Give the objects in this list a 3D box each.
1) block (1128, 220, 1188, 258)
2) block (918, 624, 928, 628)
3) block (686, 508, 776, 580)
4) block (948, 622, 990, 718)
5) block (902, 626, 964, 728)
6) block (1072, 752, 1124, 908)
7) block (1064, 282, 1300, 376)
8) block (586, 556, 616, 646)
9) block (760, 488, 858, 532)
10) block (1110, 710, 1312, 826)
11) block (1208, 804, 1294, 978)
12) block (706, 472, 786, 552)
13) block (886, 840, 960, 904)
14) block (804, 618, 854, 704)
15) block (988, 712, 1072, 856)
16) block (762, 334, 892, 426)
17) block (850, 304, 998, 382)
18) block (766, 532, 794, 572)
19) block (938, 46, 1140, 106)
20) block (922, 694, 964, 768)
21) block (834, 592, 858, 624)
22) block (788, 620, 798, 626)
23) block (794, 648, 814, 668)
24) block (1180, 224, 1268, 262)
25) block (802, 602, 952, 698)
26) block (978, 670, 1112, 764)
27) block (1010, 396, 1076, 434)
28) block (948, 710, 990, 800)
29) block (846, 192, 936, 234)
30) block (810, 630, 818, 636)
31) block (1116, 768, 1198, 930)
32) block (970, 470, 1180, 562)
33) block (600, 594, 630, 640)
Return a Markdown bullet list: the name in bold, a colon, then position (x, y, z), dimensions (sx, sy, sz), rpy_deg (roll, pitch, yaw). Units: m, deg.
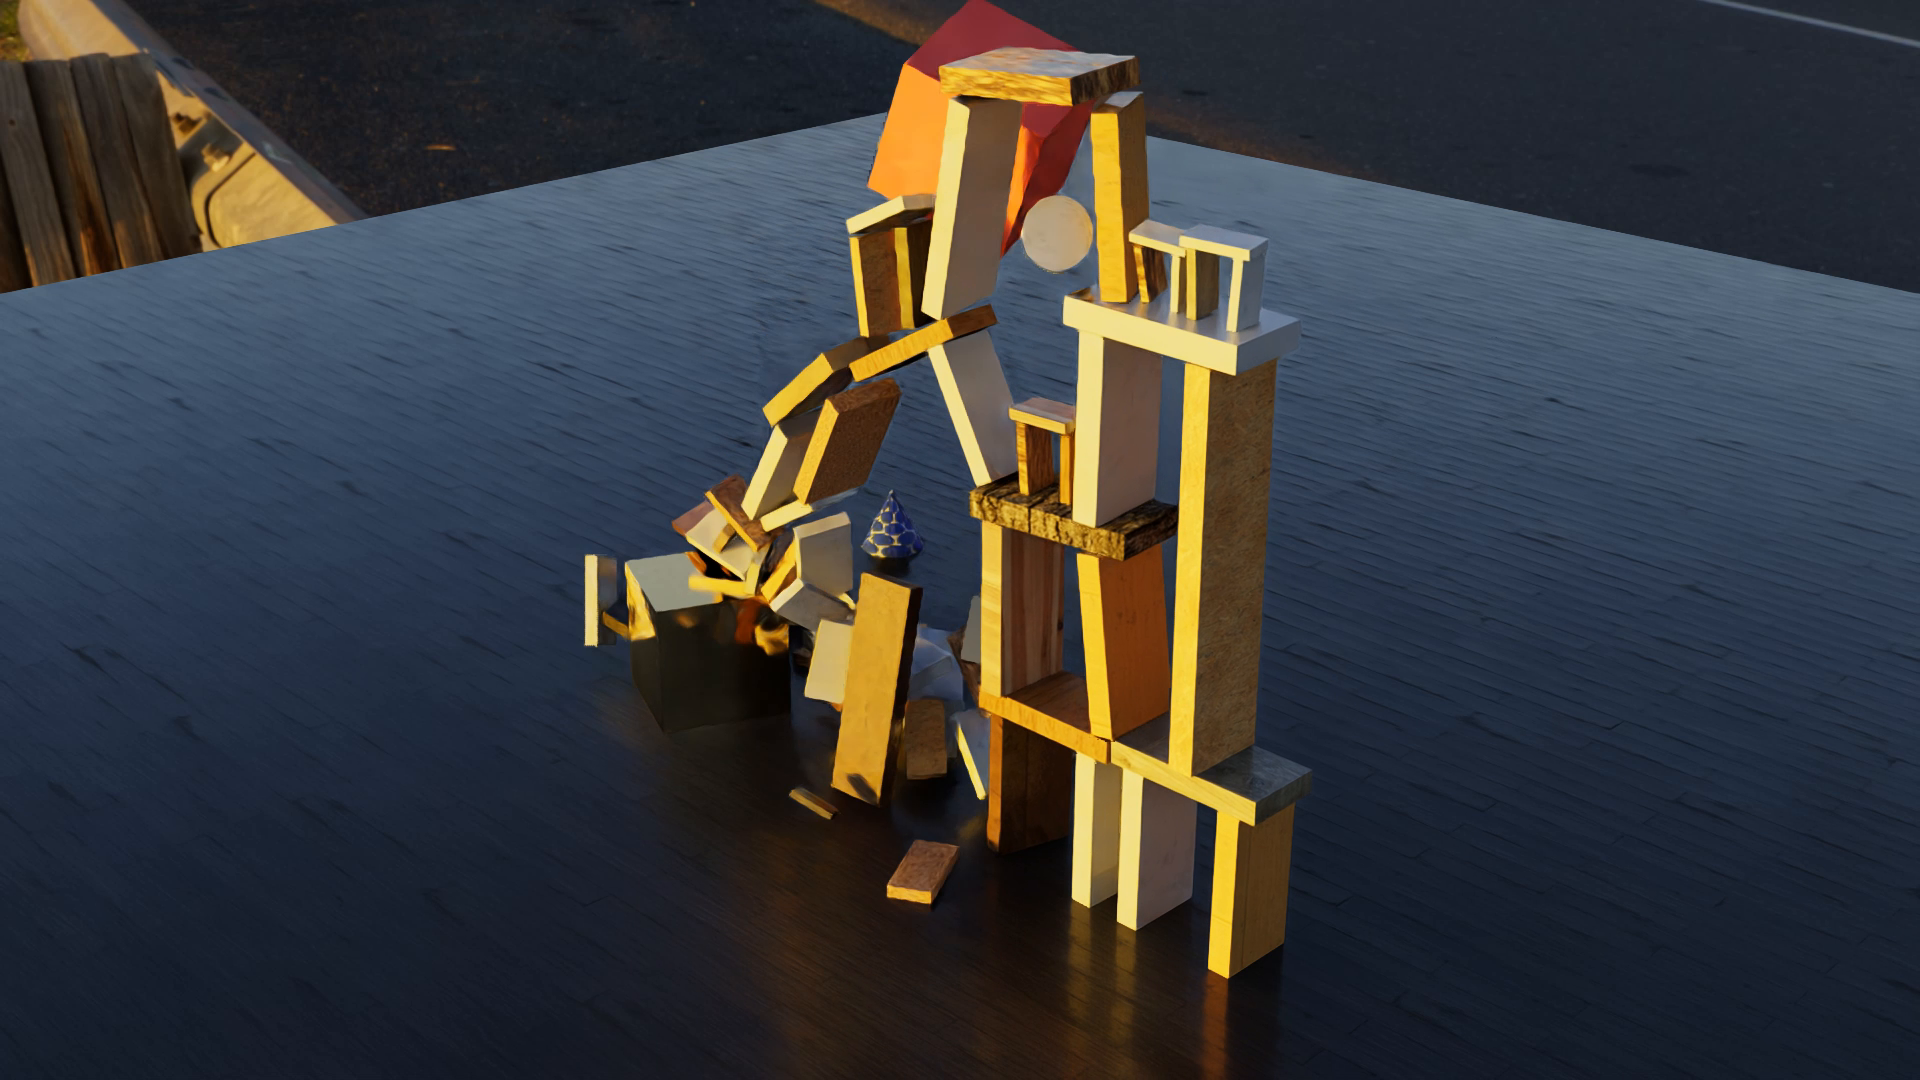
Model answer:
- **block**: position (0.337, -0.494, 3.602), dimensions (0.109, 0.015, 0.054), rpy_deg (21, 43, 30)
- **block**: position (-0.145, 0.275, 5.012), dimensions (0.159, 0.045, 0.319), rpy_deg (7, 24, -8)
- **block**: position (-0.507, 0.008, 4.859), dimensions (0.192, 0.027, 0.096), rpy_deg (32, 64, 32)
- **block**: position (0.043, 0.264, 4.548), dimensions (0.026, 0.185, 0.092), rpy_deg (-15, 13, 40)
- **block**: position (-0.074, 0.306, 4.857), dimensions (0.159, 0.045, 0.319), rpy_deg (9, 33, -4)
- **block**: position (0.287, 0.516, 4.131), dimensions (0.161, 0.322, 0.046), rpy_deg (-20, 31, -39)
- **block**: position (0.368, -0.364, 3.672), dimensions (0.357, 0.051, 0.179), rpy_deg (21, 32, 37)
- **block**: position (-0.837, 0.143, 5.123), dimensions (0.029, 0.208, 0.104), rpy_deg (-1, -3, 15)
- **block**: position (-0.313, -0.071, 4.525), dimensions (0.113, 0.032, 0.226), rpy_deg (-23, 1, -32)
- **block**: position (0.445, 0.402, 3.918), dimensions (0.326, 0.046, 0.163), rpy_deg (21, 31, 40)
- **block**: position (0.520, 0.603, 3.922), dimensions (0.163, 0.326, 0.046), rpy_deg (-21, 31, -41)
- **block**: position (-0.449, -0.058, 4.614), dimensions (0.081, 0.023, 0.163), rpy_deg (-35, 79, -35)
- **block**: position (-0.070, 0.636, 4.229), dimensions (0.089, 0.025, 0.178), rpy_deg (7, 24, 15)
- **block**: position (-0.261, 0.248, 4.505), dimensions (0.083, 0.166, 0.023), rpy_deg (11, 12, -10)
- **block**: position (0.137, 0.448, 4.290), dimensions (0.161, 0.322, 0.046), rpy_deg (-12, 26, -28)
- **block**: position (-0.261, -0.317, 4.303), dimensions (0.148, 0.042, 0.297), rpy_deg (-27, -3, -33)
- **block**: position (-0.069, -0.367, 4.109), dimensions (0.266, 0.038, 0.133), rpy_deg (-21, 2, 42)
- **block**: position (-0.396, 0.023, 4.950), dimensions (0.054, 0.015, 0.261), rpy_deg (-5, 16, 11)
- **block**: position (0.131, -0.780, 3.688), dimensions (0.159, 0.045, 0.318), rpy_deg (-25, 28, -36)
- **block**: position (-0.046, 0.403, 4.656), dimensions (0.092, 0.026, 0.184), rpy_deg (10, 36, 0)
- **block**: position (-0.261, 0.140, 4.676), dimensions (0.131, 0.065, 0.018), rpy_deg (49, 3, 20)
- **block**: position (-0.405, 0.158, 5.269), dimensions (0.185, 0.093, 0.026), rpy_deg (-6, -5, -10)
- **block**: position (-0.291, 0.255, 5.126), dimensions (0.093, 0.026, 0.185), rpy_deg (17, 28, 35)
- **block**: position (0.424, -0.478, 3.528), dimensions (0.127, 0.018, 0.063), rpy_deg (17, 34, 31)
- **block**: position (-0.183, 0.243, 4.826), dimensions (0.159, 0.045, 0.319), rpy_deg (-27, 37, -34)
- **block**: position (0.207, 0.318, 4.122), dimensions (0.161, 0.046, 0.322), rpy_deg (-21, 31, -41)
- **block**: position (0.163, -0.223, 3.924), dimensions (0.071, 0.020, 0.141), rpy_deg (-25, 30, -36)
- **block**: position (0.050, 0.438, 4.519), dimensions (0.092, 0.026, 0.184), rpy_deg (-5, 65, -38)
- **block**: position (-0.120, -0.607, 4.086), dimensions (0.094, 0.027, 0.187), rpy_deg (-11, 0, -36)
- **block**: position (-0.305, 0.187, 4.773), dimensions (0.015, 0.109, 0.054), rpy_deg (-15, 53, 17)
- **block**: position (0.367, 0.543, 4.063), dimensions (0.046, 0.326, 0.163), rpy_deg (22, 31, 40)
- **block**: position (0.206, -0.051, 3.982), dimensions (0.346, 0.049, 0.173), rpy_deg (17, 28, 36)
- **block**: position (-0.722, 0.211, 5.110), dimensions (0.208, 0.029, 0.104), rpy_deg (31, 28, 4)
